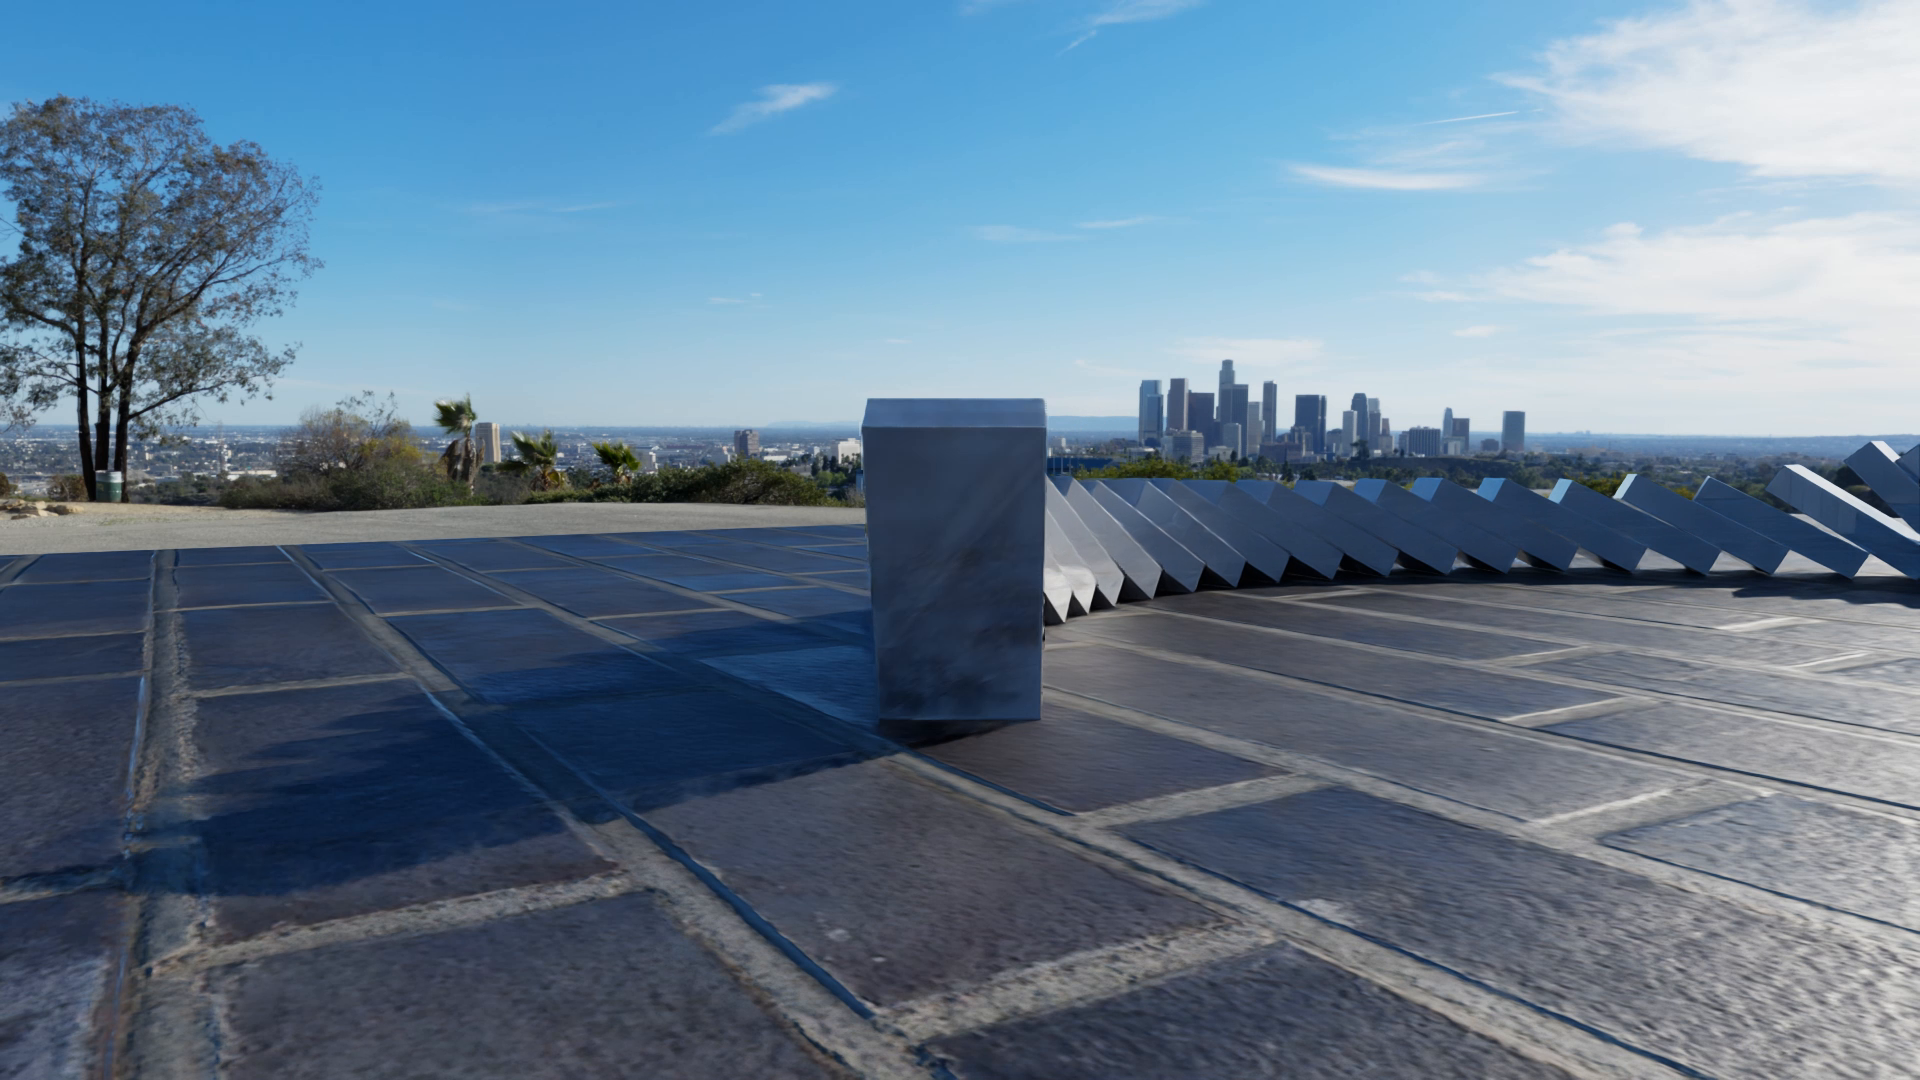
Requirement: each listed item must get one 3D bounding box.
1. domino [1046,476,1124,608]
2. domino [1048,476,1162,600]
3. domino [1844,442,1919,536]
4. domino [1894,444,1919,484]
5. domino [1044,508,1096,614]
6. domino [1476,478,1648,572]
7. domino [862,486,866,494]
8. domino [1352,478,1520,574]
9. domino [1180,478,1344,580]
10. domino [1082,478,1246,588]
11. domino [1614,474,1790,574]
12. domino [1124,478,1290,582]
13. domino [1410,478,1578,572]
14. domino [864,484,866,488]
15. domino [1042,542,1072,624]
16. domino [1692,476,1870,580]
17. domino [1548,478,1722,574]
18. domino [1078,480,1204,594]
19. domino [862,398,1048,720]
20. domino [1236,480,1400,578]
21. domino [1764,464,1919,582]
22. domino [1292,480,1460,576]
[{"bbox_3d":[0.020,0.000,0.325,0.025,0.010,0.050,3,-29,35],"label":"domino"},{"bbox_3d":[0.031,0.000,0.343,0.025,0.010,0.050,4,-26,40],"label":"domino"},{"bbox_3d":[0.306,-0.010,0.406,0.025,0.050,0.010,-5,-36,-47],"label":"domino"},{"bbox_3d":[0.318,-0.009,0.399,0.025,0.050,0.010,-3,-37,-41],"label":"domino"},{"bbox_3d":[0.012,0.001,0.308,0.025,0.009,0.050,2,-30,30],"label":"domino"},{"bbox_3d":[0.201,-0.005,0.433,0.050,0.010,0.025,27,6,5],"label":"domino"},{"bbox_3d":[-0.001,0.003,0.253,0.025,0.009,0.050,1,-40,11],"label":"domino"},{"bbox_3d":[0.158,-0.005,0.429,0.050,0.010,0.025,26,3,-4],"label":"domino"},{"bbox_3d":[0.093,-0.003,0.403,0.050,0.010,0.025,28,-8,-23],"label":"domino"},{"bbox_3d":[0.059,-0.002,0.375,0.050,0.009,0.025,33,-17,-36],"label":"domino"},{"bbox_3d":[0.246,-0.006,0.428,0.050,0.010,0.025,31,13,17],"label":"domino"},{"bbox_3d":[0.074,-0.003,0.391,0.050,0.010,0.025,30,-11,-26],"label":"domino"},{"bbox_3d":[0.178,-0.006,0.432,0.050,0.010,0.025,27,3,0],"label":"domino"},{"bbox_3d":[-0.002,0.004,0.237,0.025,0.050,0.009,0,49,6],"label":"domino"},{"bbox_3d":[0.006,0.003,0.292,0.025,0.009,0.050,2,-30,26],"label":"domino"},{"bbox_3d":[0.269,-0.005,0.422,0.050,0.009,0.025,33,19,23],"label":"domino"},{"bbox_3d":[0.226,-0.005,0.432,0.050,0.009,0.025,28,11,13],"label":"domino"},{"bbox_3d":[0.044,-0.001,0.362,0.050,0.009,0.025,34,-17,-36],"label":"domino"},{"bbox_3d":[0.000,0.004,0.190,0.025,0.050,0.010,0,31,2],"label":"domino"},{"bbox_3d":[0.114,-0.004,0.414,0.050,0.010,0.025,27,-3,-16],"label":"domino"},{"bbox_3d":[0.290,-0.006,0.416,0.025,0.009,0.050,-4,39,-46],"label":"domino"},{"bbox_3d":[0.135,-0.004,0.422,0.050,0.010,0.025,26,-2,-13],"label":"domino"}]
